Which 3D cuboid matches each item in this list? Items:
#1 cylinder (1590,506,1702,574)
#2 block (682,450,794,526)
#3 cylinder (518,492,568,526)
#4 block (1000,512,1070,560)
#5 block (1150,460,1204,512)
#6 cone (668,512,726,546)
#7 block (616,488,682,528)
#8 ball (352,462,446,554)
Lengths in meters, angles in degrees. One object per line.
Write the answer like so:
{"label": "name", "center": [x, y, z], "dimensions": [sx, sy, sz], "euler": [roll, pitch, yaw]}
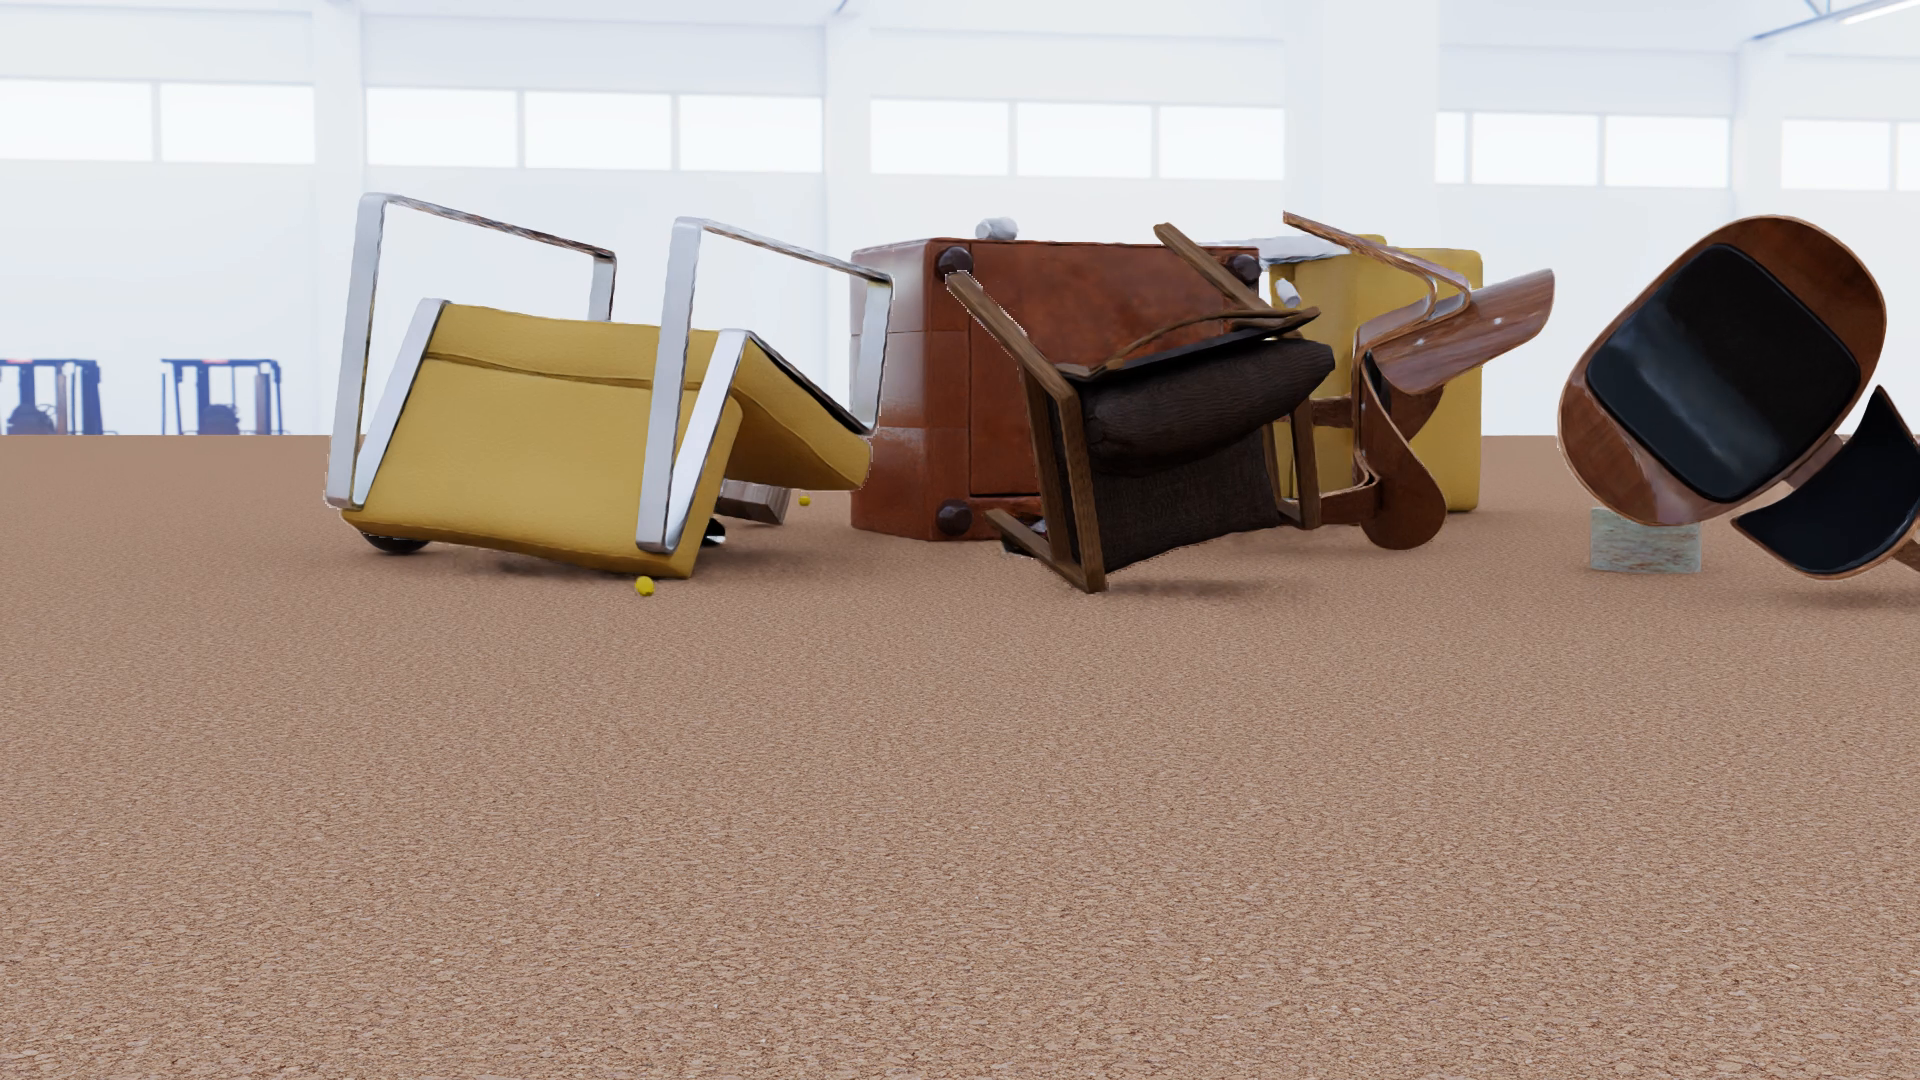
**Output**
{"label": "cylinder", "center": [1.708, -0.002, 5.480], "dimensions": [0.230, 0.150, 0.276], "euler": [-3, 5, -41]}
{"label": "block", "center": [-0.726, -0.170, 7.200], "dimensions": [0.298, 0.141, 0.195], "euler": [10, -17, 13]}
{"label": "cylinder", "center": [-1.361, -0.099, 7.178], "dimensions": [0.147, 0.094, 0.092], "euler": [-7, 3, -3]}
{"label": "block", "center": [0.186, -0.010, 5.527], "dimensions": [0.082, 0.075, 0.152], "euler": [-27, 27, -38]}
{"label": "block", "center": [0.789, -0.195, 7.981], "dimensions": [0.135, 0.143, 0.218], "euler": [-1, -10, -10]}
{"label": "cone", "center": [-0.746, -0.014, 6.393], "dimensions": [0.174, 0.092, 0.191], "euler": [15, -9, 7]}
{"label": "block", "center": [-1.017, -0.104, 7.183], "dimensions": [0.170, 0.121, 0.195], "euler": [-2, 4, -23]}
{"label": "ball", "center": [-1.530, -0.087, 6.002], "dimensions": [0.248, 0.248, 0.248], "euler": [0, 4, 0]}
